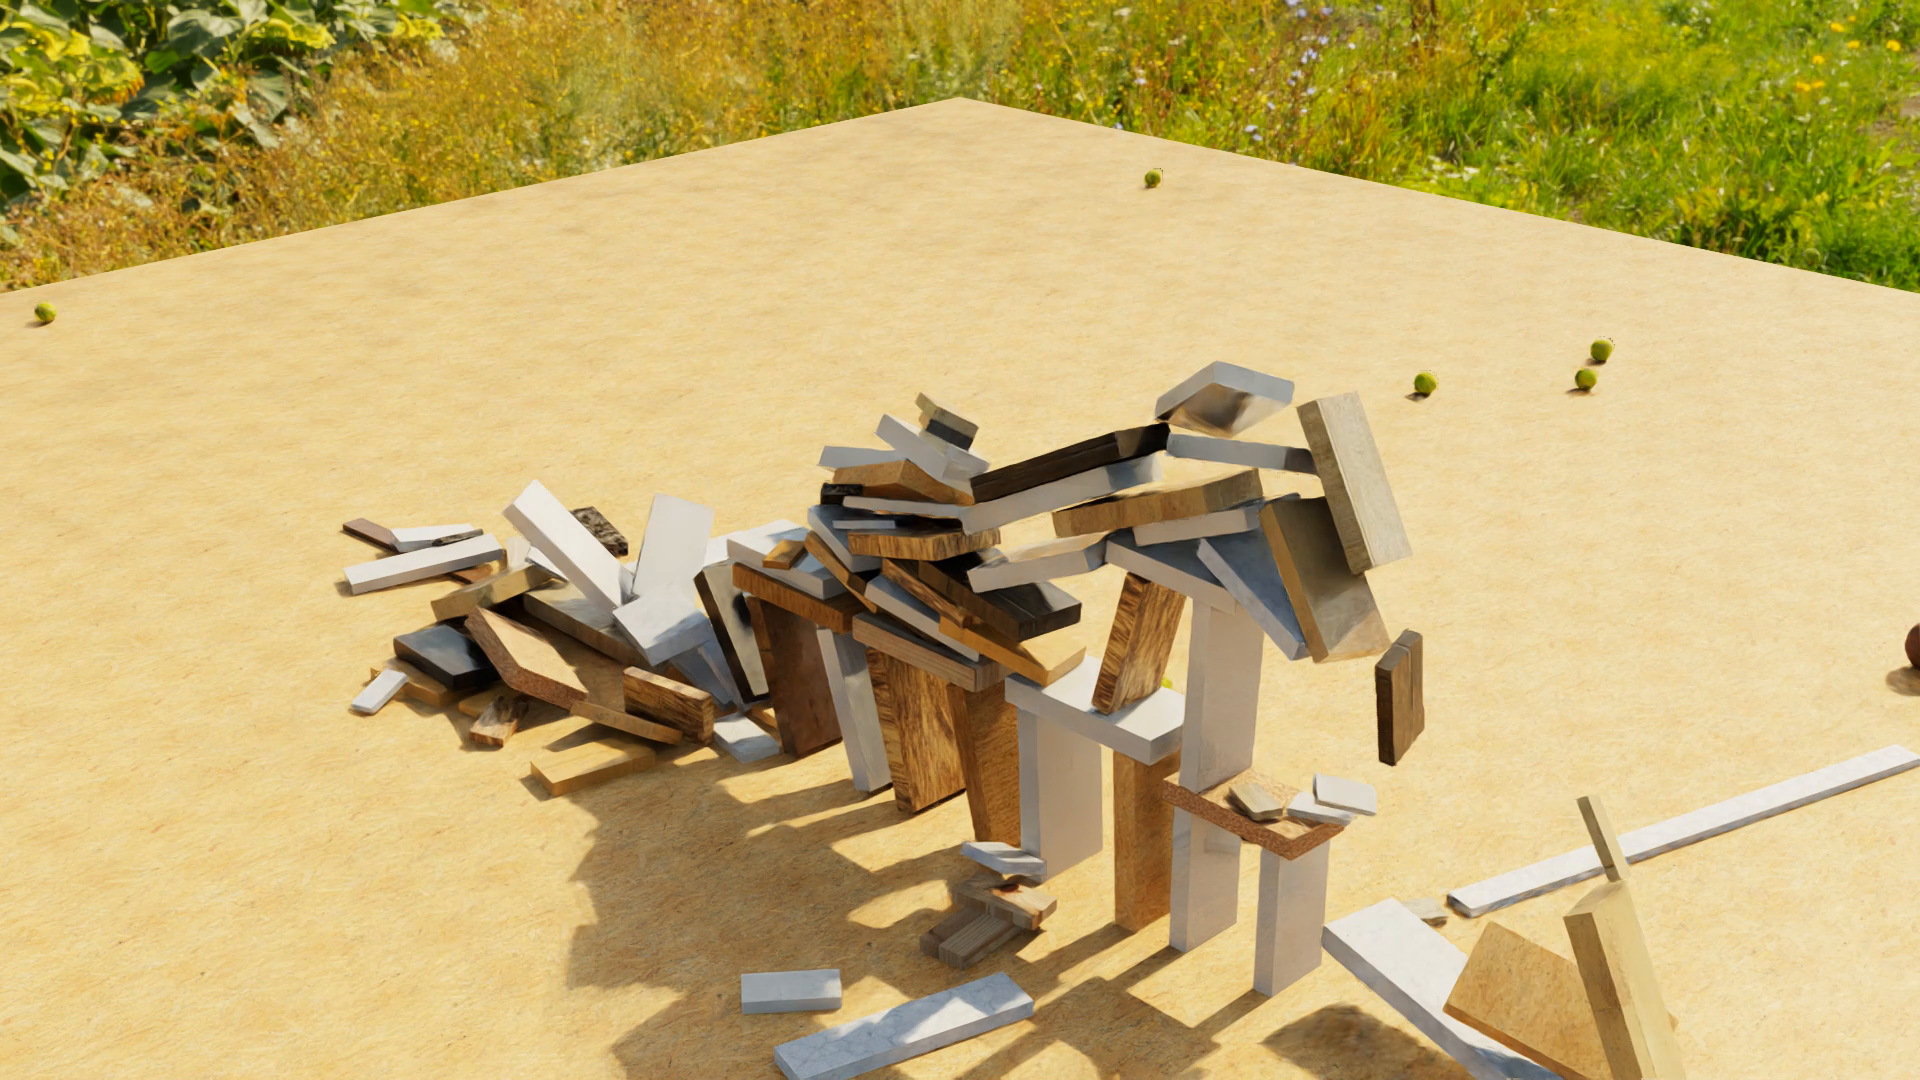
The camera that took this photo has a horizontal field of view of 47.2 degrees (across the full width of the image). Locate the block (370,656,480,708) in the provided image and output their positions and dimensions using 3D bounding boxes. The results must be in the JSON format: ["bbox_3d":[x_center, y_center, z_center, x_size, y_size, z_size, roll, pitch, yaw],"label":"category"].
[{"bbox_3d":[-1.213,0.313,4.981,0.231,0.033,0.116,16,28,33],"label":"block"}]

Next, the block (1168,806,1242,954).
[{"bbox_3d":[0.447,0.591,3.995,0.145,0.291,0.041,-21,30,-40],"label":"block"}]

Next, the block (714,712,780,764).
[{"bbox_3d":[-0.470,0.425,4.727,0.087,0.025,0.175,-14,27,-32],"label":"block"}]

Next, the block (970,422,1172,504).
[{"bbox_3d":[0.198,-0.137,3.933,0.336,0.048,0.168,-17,-3,40],"label":"block"}]

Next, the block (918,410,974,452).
[{"bbox_3d":[-0.028,-0.214,4.243,0.091,0.026,0.183,26,7,-9],"label":"block"}]

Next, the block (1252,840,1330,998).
[{"bbox_3d":[0.584,0.645,3.868,0.145,0.291,0.041,-21,31,-40],"label":"block"}]

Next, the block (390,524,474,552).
[{"bbox_3d":[-1.361,-0.006,5.702,0.207,0.029,0.103,-5,20,-28],"label":"block"}]

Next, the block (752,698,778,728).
[{"bbox_3d":[-0.367,0.389,4.809,0.087,0.025,0.175,-17,29,-39],"label":"block"}]

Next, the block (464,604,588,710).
[{"bbox_3d":[-0.979,0.265,4.953,0.179,0.051,0.357,27,6,-34],"label":"block"}]

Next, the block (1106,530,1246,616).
[{"bbox_3d":[0.410,0.044,3.804,0.147,0.042,0.293,-21,32,-39],"label":"block"}]

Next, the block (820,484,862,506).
[{"bbox_3d":[-0.243,-0.092,4.479,0.079,0.022,0.158,1,-7,-6],"label":"block"}]

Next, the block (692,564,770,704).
[{"bbox_3d":[-0.464,0.203,4.886,0.156,0.311,0.044,-9,-22,-42],"label":"block"}]

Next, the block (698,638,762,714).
[{"bbox_3d":[-0.494,0.289,4.870,0.087,0.175,0.025,-32,-5,-33],"label":"block"}]

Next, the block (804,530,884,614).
[{"bbox_3d":[-0.194,0.053,4.487,0.124,0.035,0.248,-17,44,-37],"label":"block"}]

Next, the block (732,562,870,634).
[{"bbox_3d":[-0.297,0.097,4.587,0.174,0.049,0.347,-21,31,-40],"label":"block"}]

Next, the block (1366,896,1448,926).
[{"bbox_3d":[0.831,0.698,4.092,0.134,0.019,0.067,-5,24,-12],"label":"block"}]

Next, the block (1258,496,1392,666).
[{"bbox_3d":[0.594,0.063,3.583,0.136,0.039,0.273,-6,68,-32],"label":"block"}]

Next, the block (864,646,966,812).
[{"bbox_3d":[-0.081,0.360,4.471,0.172,0.344,0.049,-21,15,-41],"label":"block"}]

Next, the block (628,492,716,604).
[{"bbox_3d":[-0.686,0.035,5.247,0.149,0.042,0.299,16,53,-12],"label":"block"}]

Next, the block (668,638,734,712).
[{"bbox_3d":[-0.559,0.285,4.918,0.207,0.029,0.103,40,54,22],"label":"block"}]

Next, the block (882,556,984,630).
[{"bbox_3d":[-0.024,0.085,4.242,0.126,0.036,0.252,-17,35,-35],"label":"block"}]

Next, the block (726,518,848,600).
[{"bbox_3d":[-0.330,0.038,4.609,0.156,0.044,0.311,-21,30,-40],"label":"block"}]

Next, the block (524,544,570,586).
[{"bbox_3d":[-0.983,0.055,5.295,0.123,0.017,0.062,31,42,-12],"label":"block"}]

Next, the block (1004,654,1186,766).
[{"bbox_3d":[0.273,0.303,4.063,0.178,0.050,0.356,-21,31,-41],"label":"block"}]

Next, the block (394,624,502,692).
[{"bbox_3d":[-1.159,0.267,4.998,0.135,0.038,0.271,-14,26,-40],"label":"block"}]

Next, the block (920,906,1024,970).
[{"bbox_3d":[0.032,0.715,4.038,0.104,0.029,0.207,18,29,36],"label":"block"}]

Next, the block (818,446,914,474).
[{"bbox_3d":[-0.140,-0.139,4.618,0.169,0.048,0.338,25,-10,-33],"label":"block"}]

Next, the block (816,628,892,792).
[{"bbox_3d":[-0.177,0.326,4.552,0.174,0.347,0.049,-21,12,-41],"label":"block"}]

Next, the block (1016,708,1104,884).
[{"bbox_3d":[0.194,0.461,4.216,0.178,0.356,0.050,-21,28,-41],"label":"block"}]

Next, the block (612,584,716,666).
[{"bbox_3d":[-0.674,0.189,4.983,0.156,0.044,0.311,-26,22,-15],"label":"block"}]

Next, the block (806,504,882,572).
[{"bbox_3d":[-0.209,-0.011,4.475,0.124,0.035,0.248,-9,28,-24],"label":"block"}]

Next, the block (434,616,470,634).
[{"bbox_3d":[-1.192,0.203,5.260,0.119,0.017,0.059,3,23,7],"label":"block"}]

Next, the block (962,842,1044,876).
[{"bbox_3d":[0.081,0.606,4.190,0.087,0.025,0.174,6,3,-27],"label":"block"}]

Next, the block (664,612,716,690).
[{"bbox_3d":[-0.579,0.262,4.974,0.104,0.029,0.207,21,50,7],"label":"block"}]

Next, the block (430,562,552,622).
[{"bbox_3d":[-1.087,0.100,5.328,0.179,0.051,0.357,-13,10,42],"label":"block"}]

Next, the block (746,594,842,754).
[{"bbox_3d":[-0.334,0.264,4.699,0.174,0.347,0.049,-20,10,-39],"label":"block"}]

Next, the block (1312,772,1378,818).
[{"bbox_3d":[0.652,0.432,3.728,0.109,0.015,0.054,14,49,-11],"label":"block"}]

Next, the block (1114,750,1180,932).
[{"bbox_3d":[0.362,0.527,4.060,0.178,0.356,0.050,-21,28,-41],"label":"block"}]

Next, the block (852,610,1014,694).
[{"bbox_3d":[-0.033,0.199,4.349,0.344,0.049,0.172,21,31,41],"label":"block"}]

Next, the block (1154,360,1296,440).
[{"bbox_3d":[0.451,-0.238,3.786,0.143,0.041,0.286,14,-13,-12],"label":"block"}]

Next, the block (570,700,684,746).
[{"bbox_3d":[-0.717,0.392,4.728,0.221,0.031,0.111,14,-5,29],"label":"block"}]

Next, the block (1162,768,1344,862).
[{"bbox_3d":[0.515,0.465,3.866,0.145,0.041,0.291,-20,30,-39],"label":"block"}]

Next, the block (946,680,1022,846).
[{"bbox_3d":[0.081,0.424,4.321,0.172,0.344,0.049,-21,16,-41],"label":"block"}]

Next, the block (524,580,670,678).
[{"bbox_3d":[-0.792,0.203,5.174,0.518,0.051,0.179,23,32,36],"label":"block"}]

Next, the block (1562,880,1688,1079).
[{"bbox_3d":[1.009,0.697,3.328,0.046,0.325,0.162,-17,0,36],"label":"block"}]

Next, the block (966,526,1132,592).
[{"bbox_3d":[0.170,0.034,3.999,0.301,0.043,0.150,-12,10,47],"label":"block"}]
